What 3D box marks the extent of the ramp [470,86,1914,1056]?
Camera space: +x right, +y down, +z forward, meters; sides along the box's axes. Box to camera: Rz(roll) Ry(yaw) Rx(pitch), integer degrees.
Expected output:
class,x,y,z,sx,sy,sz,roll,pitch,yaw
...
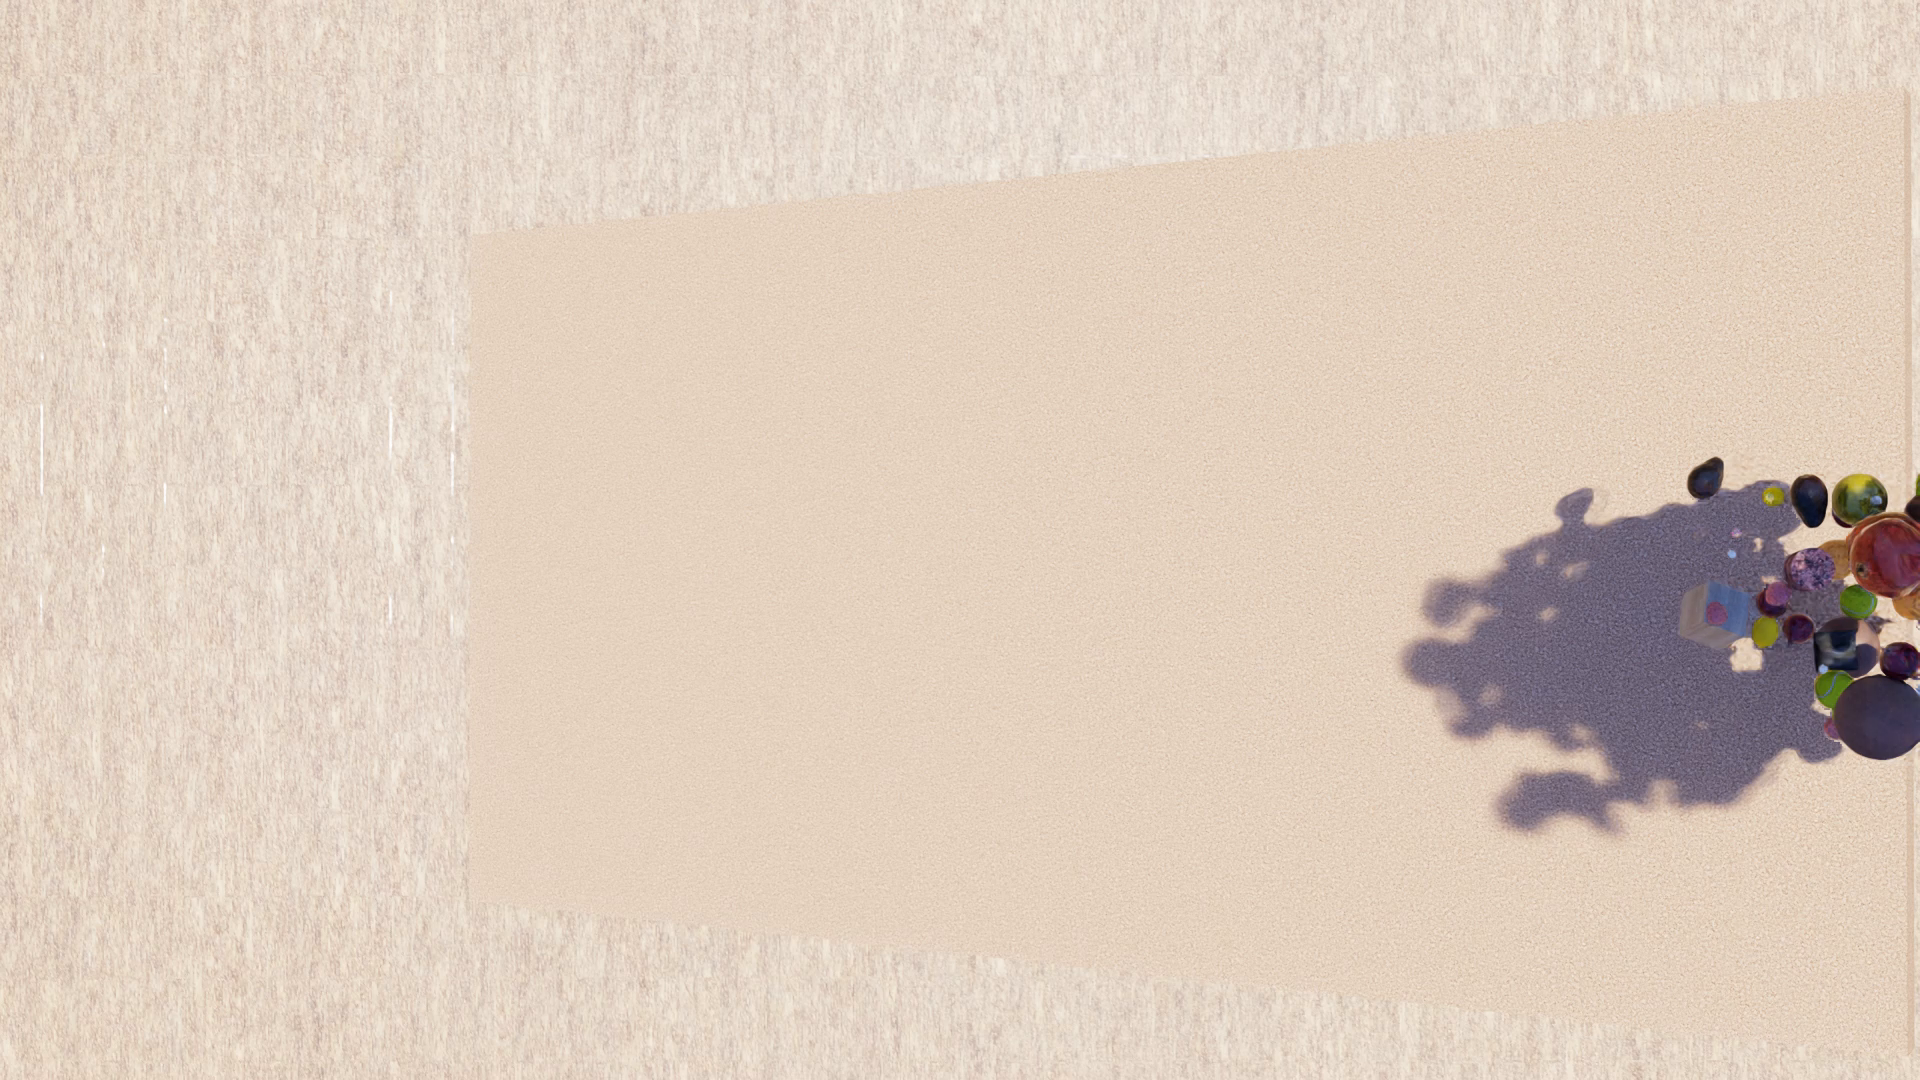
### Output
class,x,y,z,sx,sy,sz,roll,pitch,yaw
ramp,0.265,0.073,5.612,4.000,0.100,2.000,0,89,31

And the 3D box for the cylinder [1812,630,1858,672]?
class,x,y,z,sx,sy,sz,roll,pitch,yaw
cylinder,1.760,0.224,4.420,0.080,0.080,0.080,-4,88,0

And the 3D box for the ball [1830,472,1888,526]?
class,x,y,z,sx,sy,sz,roll,pitch,yaw
ball,1.536,-0.069,3.755,0.091,0.091,0.091,0,89,0

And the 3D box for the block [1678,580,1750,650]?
class,x,y,z,sx,sy,sz,roll,pitch,yaw
block,1.521,0.152,4.436,0.092,0.092,0.092,20,67,-9

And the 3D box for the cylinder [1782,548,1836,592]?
class,x,y,z,sx,sy,sz,roll,pitch,yaw
cylinder,1.458,0.051,3.777,0.072,0.072,0.072,-1,86,10

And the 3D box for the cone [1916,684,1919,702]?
class,x,y,z,sx,sy,sz,roll,pitch,yaw
cone,1.739,0.289,3.867,0.085,0.085,0.085,1,121,2
